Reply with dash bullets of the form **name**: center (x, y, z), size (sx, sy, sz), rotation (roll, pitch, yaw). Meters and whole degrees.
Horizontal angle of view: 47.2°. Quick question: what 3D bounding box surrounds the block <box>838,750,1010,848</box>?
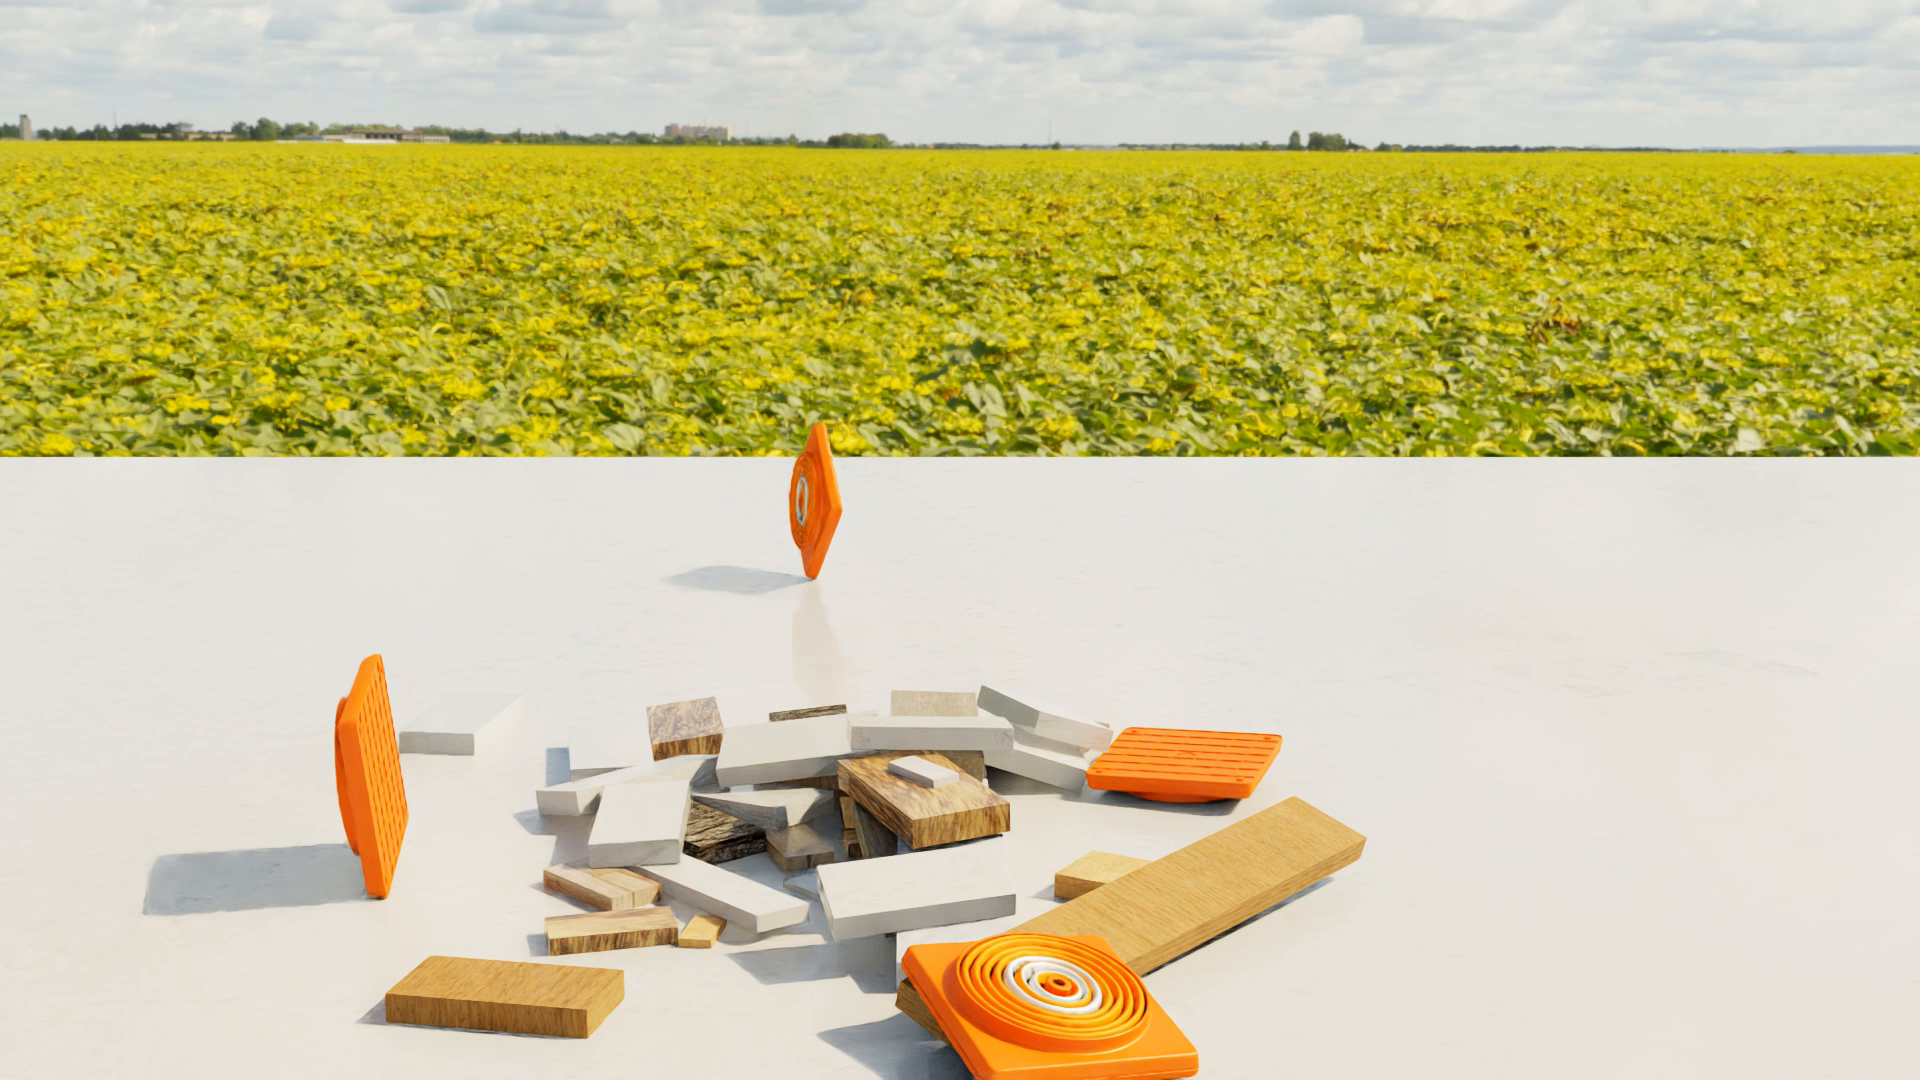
- **block**: center (-0.064, 0.423, 3.654), size (0.169, 0.048, 0.338), rotation (-7, 14, -23)

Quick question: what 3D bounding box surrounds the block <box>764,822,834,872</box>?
- **block**: center (-0.291, 0.540, 3.873), size (0.088, 0.025, 0.175), rotation (-4, 11, -21)

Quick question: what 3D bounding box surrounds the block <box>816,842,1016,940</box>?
- **block**: center (-0.068, 0.537, 3.369), size (0.281, 0.040, 0.140), rotation (-6, 27, -13)

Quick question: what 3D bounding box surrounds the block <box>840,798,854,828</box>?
- **block**: center (-0.127, 0.501, 3.994), size (0.176, 0.025, 0.088), rotation (-2, 33, -10)

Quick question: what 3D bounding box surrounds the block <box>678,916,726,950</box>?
- **block**: center (-0.406, 0.619, 3.473), size (0.052, 0.015, 0.104), rotation (1, 11, 7)

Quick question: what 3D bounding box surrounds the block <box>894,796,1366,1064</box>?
- **block**: center (0.299, 0.578, 3.403), size (0.152, 0.043, 1.010), rotation (29, 28, 34)

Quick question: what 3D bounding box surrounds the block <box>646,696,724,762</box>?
- **block**: center (-0.570, 0.393, 4.569), size (0.148, 0.042, 0.296), rotation (-8, 12, -9)

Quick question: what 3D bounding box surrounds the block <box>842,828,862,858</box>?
- **block**: center (-0.117, 0.533, 3.908), size (0.176, 0.025, 0.088), rotation (-2, 11, -11)

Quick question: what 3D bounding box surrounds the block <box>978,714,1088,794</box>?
- **block**: center (0.081, 0.398, 4.282), size (0.327, 0.046, 0.163), rotation (17, 12, -6)

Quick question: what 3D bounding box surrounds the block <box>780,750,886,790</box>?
- **block**: center (-0.230, 0.411, 4.153), size (0.296, 0.042, 0.148), rotation (3, 28, 24)

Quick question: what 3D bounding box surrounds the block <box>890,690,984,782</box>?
- **block**: center (-0.045, 0.354, 3.999), size (0.159, 0.045, 0.319), rotation (2, 17, -3)

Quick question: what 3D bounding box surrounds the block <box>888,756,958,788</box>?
- **block**: center (-0.061, 0.387, 3.672), size (0.052, 0.015, 0.127), rotation (-11, 16, -36)

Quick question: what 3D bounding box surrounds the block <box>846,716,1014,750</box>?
- **block**: center (-0.054, 0.338, 3.849), size (0.281, 0.040, 0.140), rotation (1, 3, -6)

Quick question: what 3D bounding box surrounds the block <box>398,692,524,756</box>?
- **block**: center (-1.049, 0.386, 4.644), size (0.161, 0.046, 0.321), rotation (1, 11, 7)

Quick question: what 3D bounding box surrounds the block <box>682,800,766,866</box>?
- **block**: center (-0.488, 0.519, 3.939), size (0.141, 0.040, 0.284), rotation (-9, 14, -40)

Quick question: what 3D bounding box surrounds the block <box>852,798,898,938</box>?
- **block**: center (-0.066, 0.524, 3.605), size (0.169, 0.048, 0.338), rotation (-4, 26, -10)

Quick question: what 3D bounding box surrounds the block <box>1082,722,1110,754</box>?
- **block**: center (0.215, 0.413, 4.535), size (0.110, 0.031, 0.220), rotation (5, 12, 26)

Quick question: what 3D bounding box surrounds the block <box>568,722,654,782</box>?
- **block**: center (-0.699, 0.432, 4.397), size (0.161, 0.046, 0.321), rotation (-2, 11, -10)

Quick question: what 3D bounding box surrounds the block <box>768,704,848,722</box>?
- **block**: center (-0.305, 0.407, 4.484), size (0.163, 0.046, 0.327), rotation (-6, 11, -4)

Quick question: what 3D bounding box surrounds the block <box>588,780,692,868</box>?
- **block**: center (-0.558, 0.495, 3.854), size (0.152, 0.043, 0.303), rotation (-3, 13, -3)

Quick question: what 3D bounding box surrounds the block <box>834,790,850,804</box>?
- **block**: center (-0.198, 0.470, 4.244), size (0.088, 0.025, 0.176), rotation (-1, 11, -8)

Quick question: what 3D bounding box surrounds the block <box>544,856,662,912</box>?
- **block**: center (-0.598, 0.575, 3.671), size (0.099, 0.028, 0.199), rotation (-10, 14, -43)

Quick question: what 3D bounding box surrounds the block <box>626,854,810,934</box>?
- **block**: center (-0.404, 0.575, 3.617), size (0.099, 0.028, 0.400), rotation (-7, 10, -38)

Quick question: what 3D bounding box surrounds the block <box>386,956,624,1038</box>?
- **block**: center (-0.656, 0.659, 3.180), size (0.303, 0.043, 0.152), rotation (2, 11, 11)

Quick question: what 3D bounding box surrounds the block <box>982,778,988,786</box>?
- **block**: center (-0.022, 0.512, 3.737), size (0.159, 0.045, 0.319), rotation (-1, 26, -4)

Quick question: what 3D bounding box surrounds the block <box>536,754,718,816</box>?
- **block**: center (-0.614, 0.459, 4.130), size (0.321, 0.046, 0.161), rotation (-11, 2, -38)

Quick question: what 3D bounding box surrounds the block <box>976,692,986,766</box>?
- **block**: center (-0.006, 0.400, 4.607), size (0.110, 0.031, 0.526), rotation (0, 11, 0)

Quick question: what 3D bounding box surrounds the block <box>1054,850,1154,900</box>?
- **block**: center (0.314, 0.575, 3.642), size (0.281, 0.040, 0.140), rotation (6, 12, 30)

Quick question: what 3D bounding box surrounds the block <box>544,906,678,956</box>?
- **block**: center (-0.549, 0.614, 3.460), size (0.199, 0.028, 0.099), rotation (-3, 11, -15)

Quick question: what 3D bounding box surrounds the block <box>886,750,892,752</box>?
- **block**: center (-0.049, 0.454, 3.952), size (0.159, 0.045, 0.319), rotation (1, 31, -5)

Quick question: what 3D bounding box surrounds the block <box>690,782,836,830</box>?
- **block**: center (-0.380, 0.483, 4.055), size (0.283, 0.040, 0.141), rotation (2, 9, 43)

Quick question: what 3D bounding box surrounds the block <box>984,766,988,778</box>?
- **block**: center (-0.039, 0.440, 4.276), size (0.088, 0.025, 0.176), rotation (-30, 33, -31)

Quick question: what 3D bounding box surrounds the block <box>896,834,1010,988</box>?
- **block**: center (-0.012, 0.570, 3.403), size (0.169, 0.048, 0.338), rotation (0, 26, -1)

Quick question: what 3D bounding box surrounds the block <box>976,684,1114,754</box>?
- **block**: center (0.167, 0.358, 4.422), size (0.163, 0.046, 0.327), rotation (16, 0, -20)

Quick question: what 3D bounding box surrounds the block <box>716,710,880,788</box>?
- **block**: center (-0.300, 0.391, 4.121), size (0.296, 0.042, 0.148), rotation (-7, 26, 5)

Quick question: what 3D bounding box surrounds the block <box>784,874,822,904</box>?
- **block**: center (-0.240, 0.583, 3.669), size (0.052, 0.015, 0.104), rotation (-10, 15, -43)
